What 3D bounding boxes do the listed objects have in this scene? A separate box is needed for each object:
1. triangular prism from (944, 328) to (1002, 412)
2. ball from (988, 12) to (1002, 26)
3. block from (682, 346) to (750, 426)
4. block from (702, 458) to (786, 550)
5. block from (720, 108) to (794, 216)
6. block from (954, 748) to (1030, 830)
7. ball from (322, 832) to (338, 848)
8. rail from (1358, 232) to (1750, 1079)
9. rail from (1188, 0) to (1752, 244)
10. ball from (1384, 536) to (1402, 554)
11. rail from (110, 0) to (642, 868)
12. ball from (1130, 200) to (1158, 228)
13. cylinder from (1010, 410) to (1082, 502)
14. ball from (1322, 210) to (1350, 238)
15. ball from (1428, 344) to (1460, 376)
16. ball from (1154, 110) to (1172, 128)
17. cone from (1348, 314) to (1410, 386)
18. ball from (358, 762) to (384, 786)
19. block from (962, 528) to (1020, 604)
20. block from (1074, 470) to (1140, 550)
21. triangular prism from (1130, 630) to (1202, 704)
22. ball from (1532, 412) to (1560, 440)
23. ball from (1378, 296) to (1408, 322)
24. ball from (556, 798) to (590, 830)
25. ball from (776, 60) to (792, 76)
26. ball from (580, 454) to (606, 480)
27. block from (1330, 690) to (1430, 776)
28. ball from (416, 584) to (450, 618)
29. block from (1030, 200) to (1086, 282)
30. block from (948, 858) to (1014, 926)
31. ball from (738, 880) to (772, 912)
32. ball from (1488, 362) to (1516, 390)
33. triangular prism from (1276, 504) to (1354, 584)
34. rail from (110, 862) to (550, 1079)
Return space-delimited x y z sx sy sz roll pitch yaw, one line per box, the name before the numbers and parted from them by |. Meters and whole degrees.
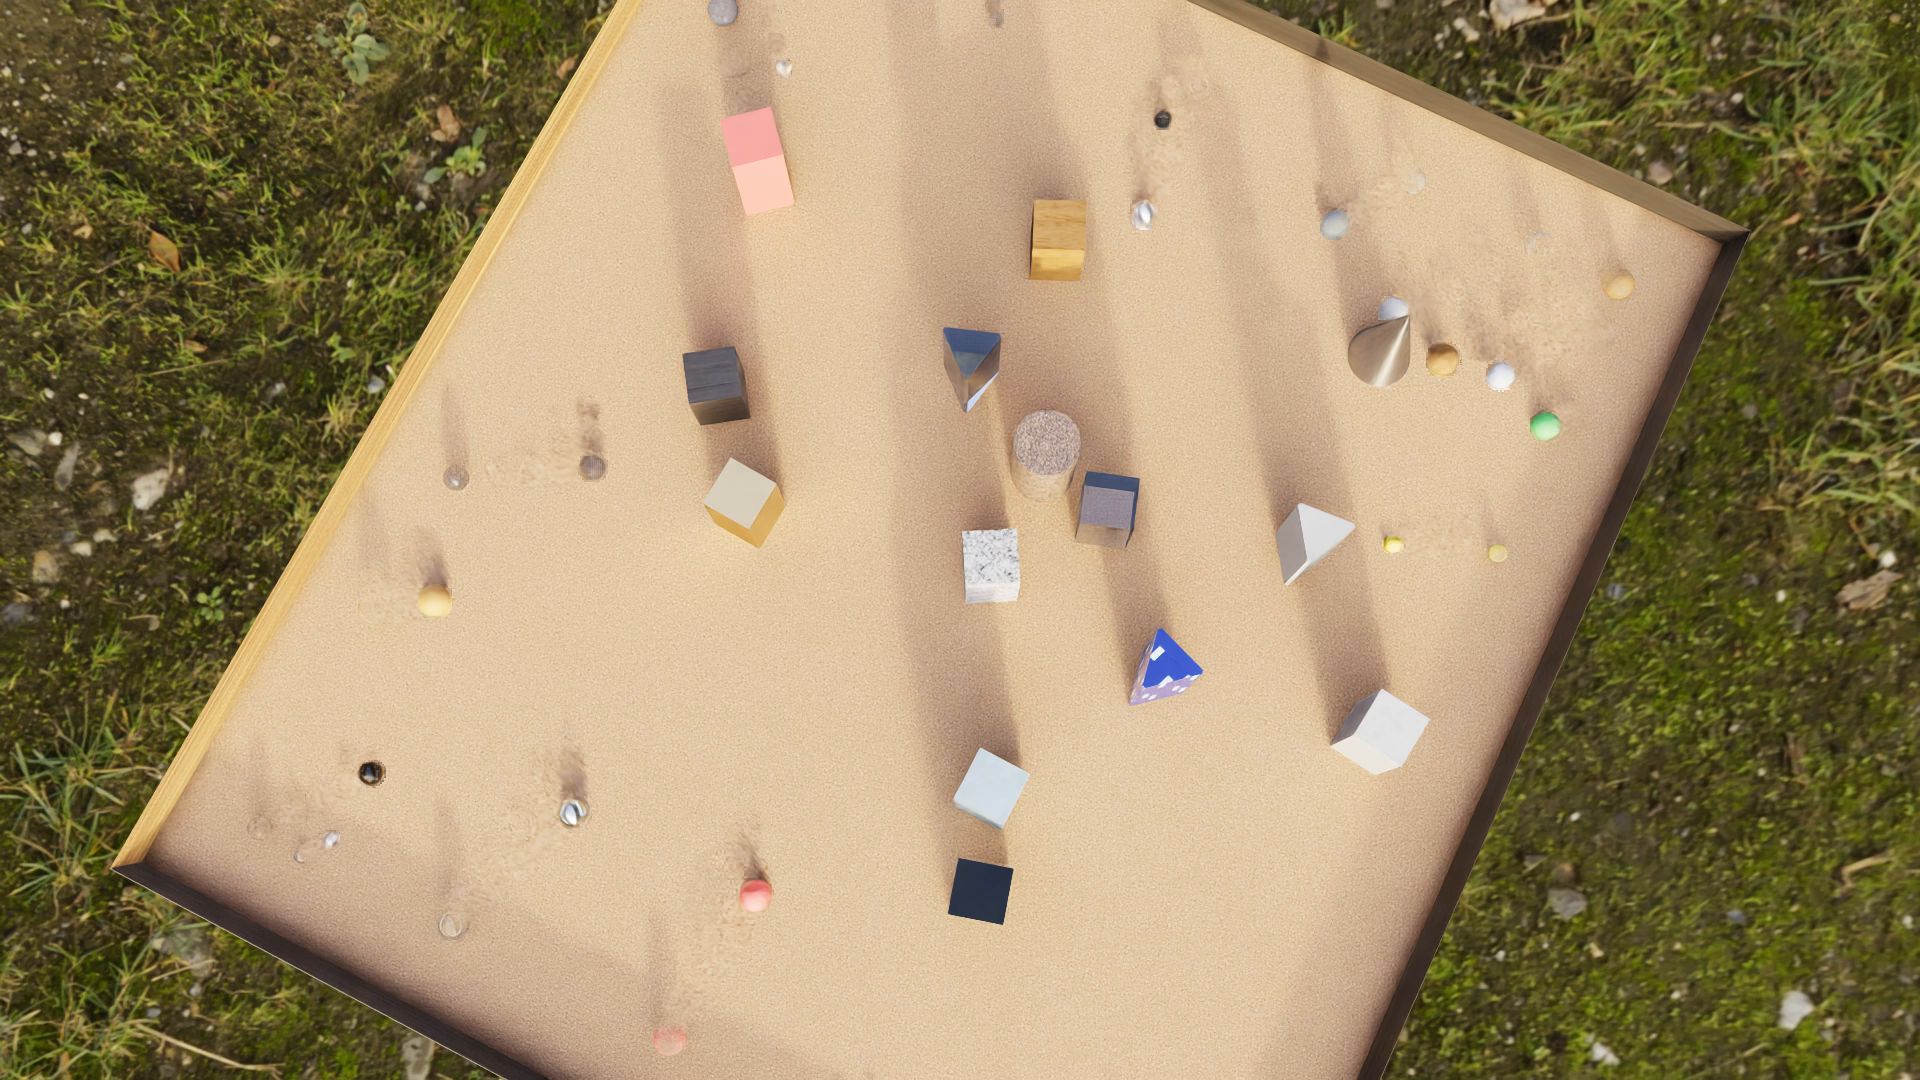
triangular prism | 0.010 -0.541 5.544 0.148 0.362 0.171 36 81 7
ball | 0.115 -1.689 5.943 0.044 0.044 0.044 0 78 0
block | -0.741 -0.468 5.587 0.158 0.247 0.158 -9 78 -2
block | -0.642 -0.106 5.488 0.158 0.295 0.158 29 80 6
block | -0.623 -1.165 5.661 0.158 0.385 0.158 -15 79 -3
block | 0.089 0.722 5.276 0.158 0.375 0.158 27 80 5
ball | -1.859 0.886 5.409 0.047 0.047 0.047 0 78 0
rail | 1.553 0.767 5.391 0.045 0.128 3.940 26 80 5
rail | 0.870 -1.698 5.902 3.520 0.128 0.045 26 80 5
ball | 1.320 0.013 5.586 0.055 0.055 0.055 0 78 0
rail | -1.553 -0.754 5.706 0.045 0.128 3.940 26 80 5
ball | 0.583 -1.029 5.784 0.088 0.088 0.088 0 78 0
cylinder | 0.254 -0.249 5.491 0.197 0.346 0.197 0 78 0
ball | 1.186 -0.996 5.778 0.088 0.088 0.088 0 78 0
ball | 1.499 -0.559 5.683 0.097 0.097 0.097 0 78 0
ball | 0.649 -1.347 5.866 0.057 0.057 0.057 0 78 0
cone | 1.311 -0.617 5.534 0.197 0.413 0.197 0 78 0
ball | -1.747 0.692 5.437 0.071 0.071 0.071 0 78 0
block | 0.090 0.080 5.437 0.158 0.318 0.158 -3 78 -1
block | 0.439 -0.088 5.492 0.158 0.278 0.158 8 78 2
triangular prism | 0.575 0.361 5.316 0.171 0.442 0.148 -13 79 -3
ball | 1.805 -0.352 5.647 0.084 0.084 0.084 0 78 0
ball | 1.347 -0.713 5.699 0.086 0.086 0.086 0 78 0
ball | -1.141 0.807 5.401 0.095 0.095 0.095 0 78 0
ball | -0.568 -1.522 5.906 0.050 0.050 0.050 0 78 0
ball | -1.128 -0.222 5.622 0.080 0.080 0.080 0 78 0
block | 1.216 0.561 5.327 0.158 0.339 0.158 33 80 6
ball | -1.587 0.183 5.528 0.098 0.098 0.098 0 78 0
block | 0.300 -0.924 5.667 0.158 0.275 0.158 2 78 0
block | 0.058 1.010 5.256 0.158 0.297 0.158 11 79 2
ball | -0.598 1.039 5.353 0.094 0.094 0.094 0 78 0
ball | 1.677 -0.509 5.680 0.083 0.083 0.083 0 78 0
triangular prism | 1.016 -0.008 5.423 0.171 0.383 0.148 -37 81 -7
rail | -0.870 1.712 5.196 3.520 0.128 0.045 26 80 5
